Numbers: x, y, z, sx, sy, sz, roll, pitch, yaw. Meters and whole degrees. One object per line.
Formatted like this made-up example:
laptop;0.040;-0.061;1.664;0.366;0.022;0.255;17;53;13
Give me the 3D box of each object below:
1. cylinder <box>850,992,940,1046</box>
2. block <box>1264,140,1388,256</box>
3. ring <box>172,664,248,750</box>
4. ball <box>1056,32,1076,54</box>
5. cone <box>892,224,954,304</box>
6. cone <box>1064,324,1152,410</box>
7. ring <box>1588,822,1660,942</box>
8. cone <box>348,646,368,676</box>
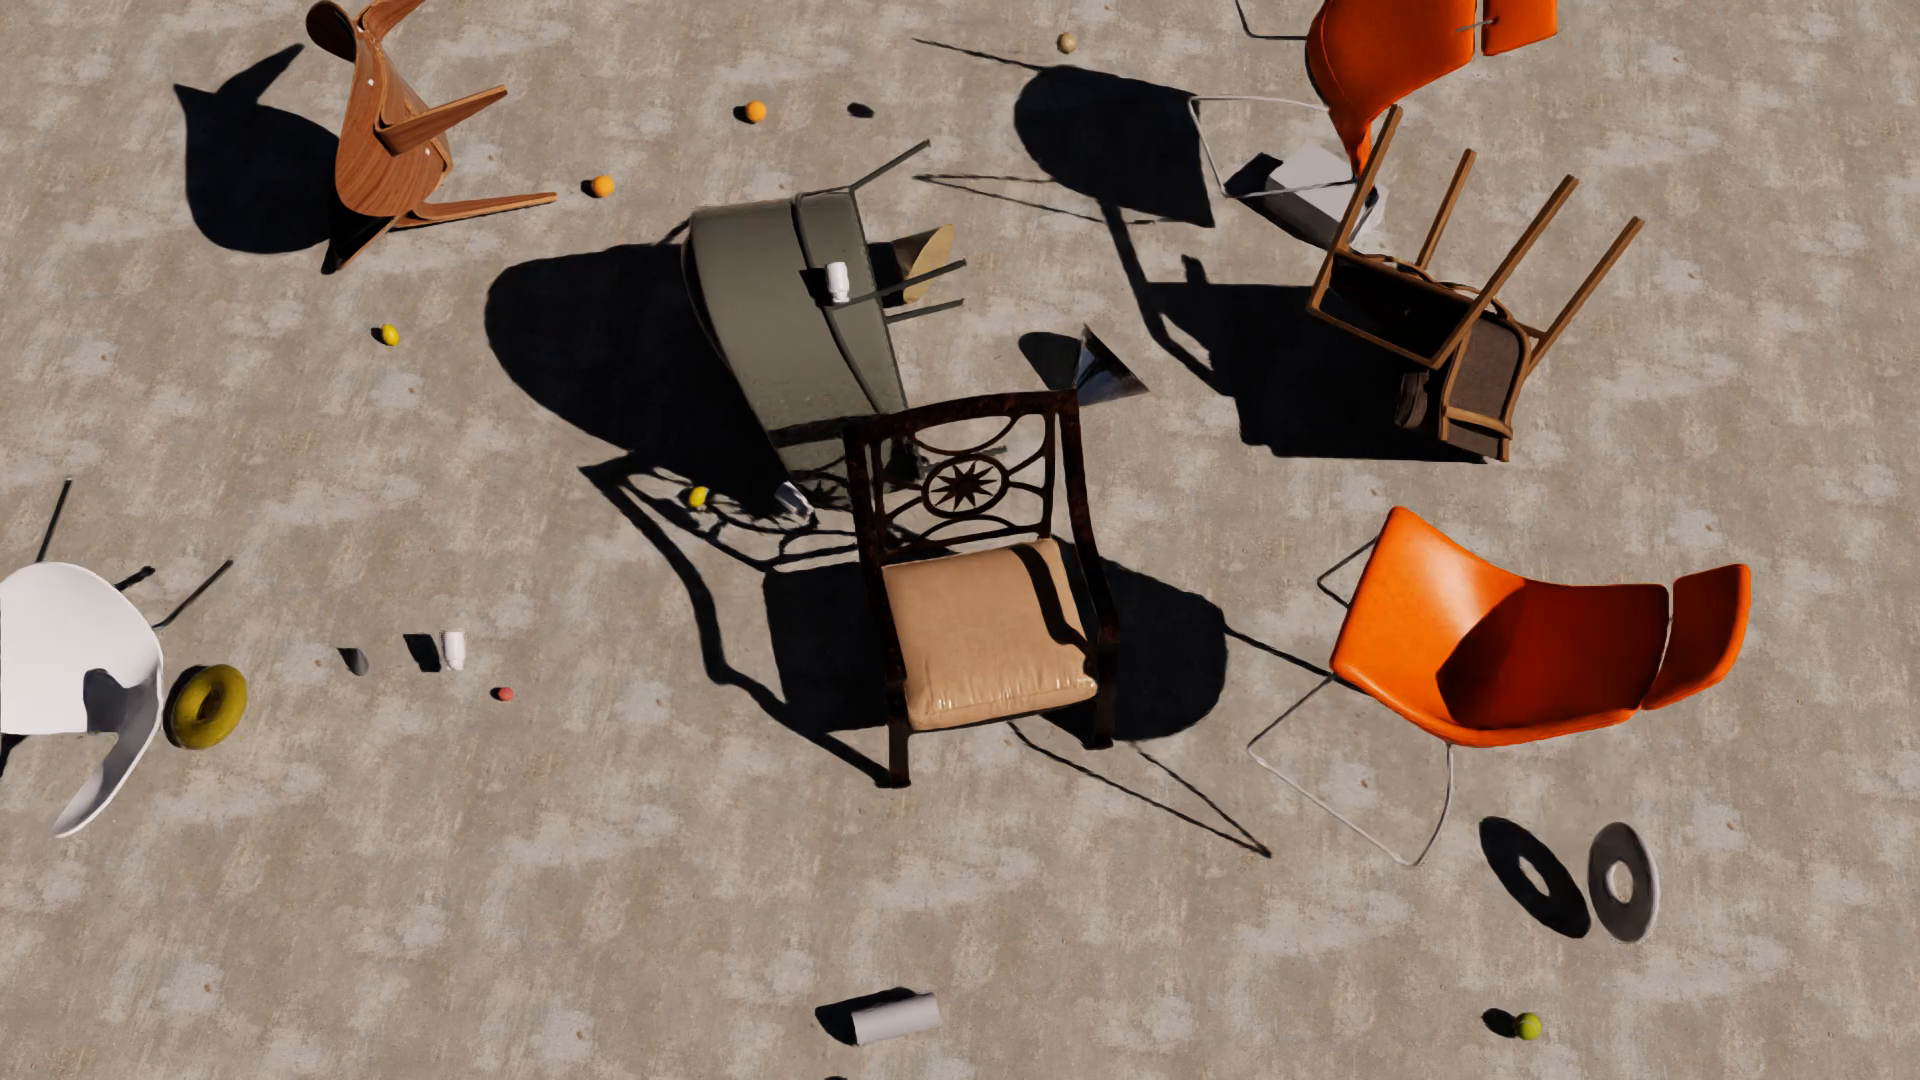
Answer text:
cylinder;-0.166;1.237;5.678;0.219;0.109;0.085;-12;52;-8
block;1.203;-1.127;7.244;0.326;0.144;0.223;38;64;23
ring;-2.106;0.468;6.168;0.272;0.063;0.257;7;67;36
ball;0.328;-1.533;6.784;0.064;0.064;0.064;0;56;0
cone;-0.158;-0.916;7.004;0.150;0.289;0.263;33;17;14
cone;0.408;-0.485;6.830;0.234;0.267;0.312;-45;65;7
ring;1.734;0.896;5.755;0.045;0.322;0.315;-2;81;-16
cone;-1.724;0.328;6.296;0.052;0.087;0.094;-17;62;-23
